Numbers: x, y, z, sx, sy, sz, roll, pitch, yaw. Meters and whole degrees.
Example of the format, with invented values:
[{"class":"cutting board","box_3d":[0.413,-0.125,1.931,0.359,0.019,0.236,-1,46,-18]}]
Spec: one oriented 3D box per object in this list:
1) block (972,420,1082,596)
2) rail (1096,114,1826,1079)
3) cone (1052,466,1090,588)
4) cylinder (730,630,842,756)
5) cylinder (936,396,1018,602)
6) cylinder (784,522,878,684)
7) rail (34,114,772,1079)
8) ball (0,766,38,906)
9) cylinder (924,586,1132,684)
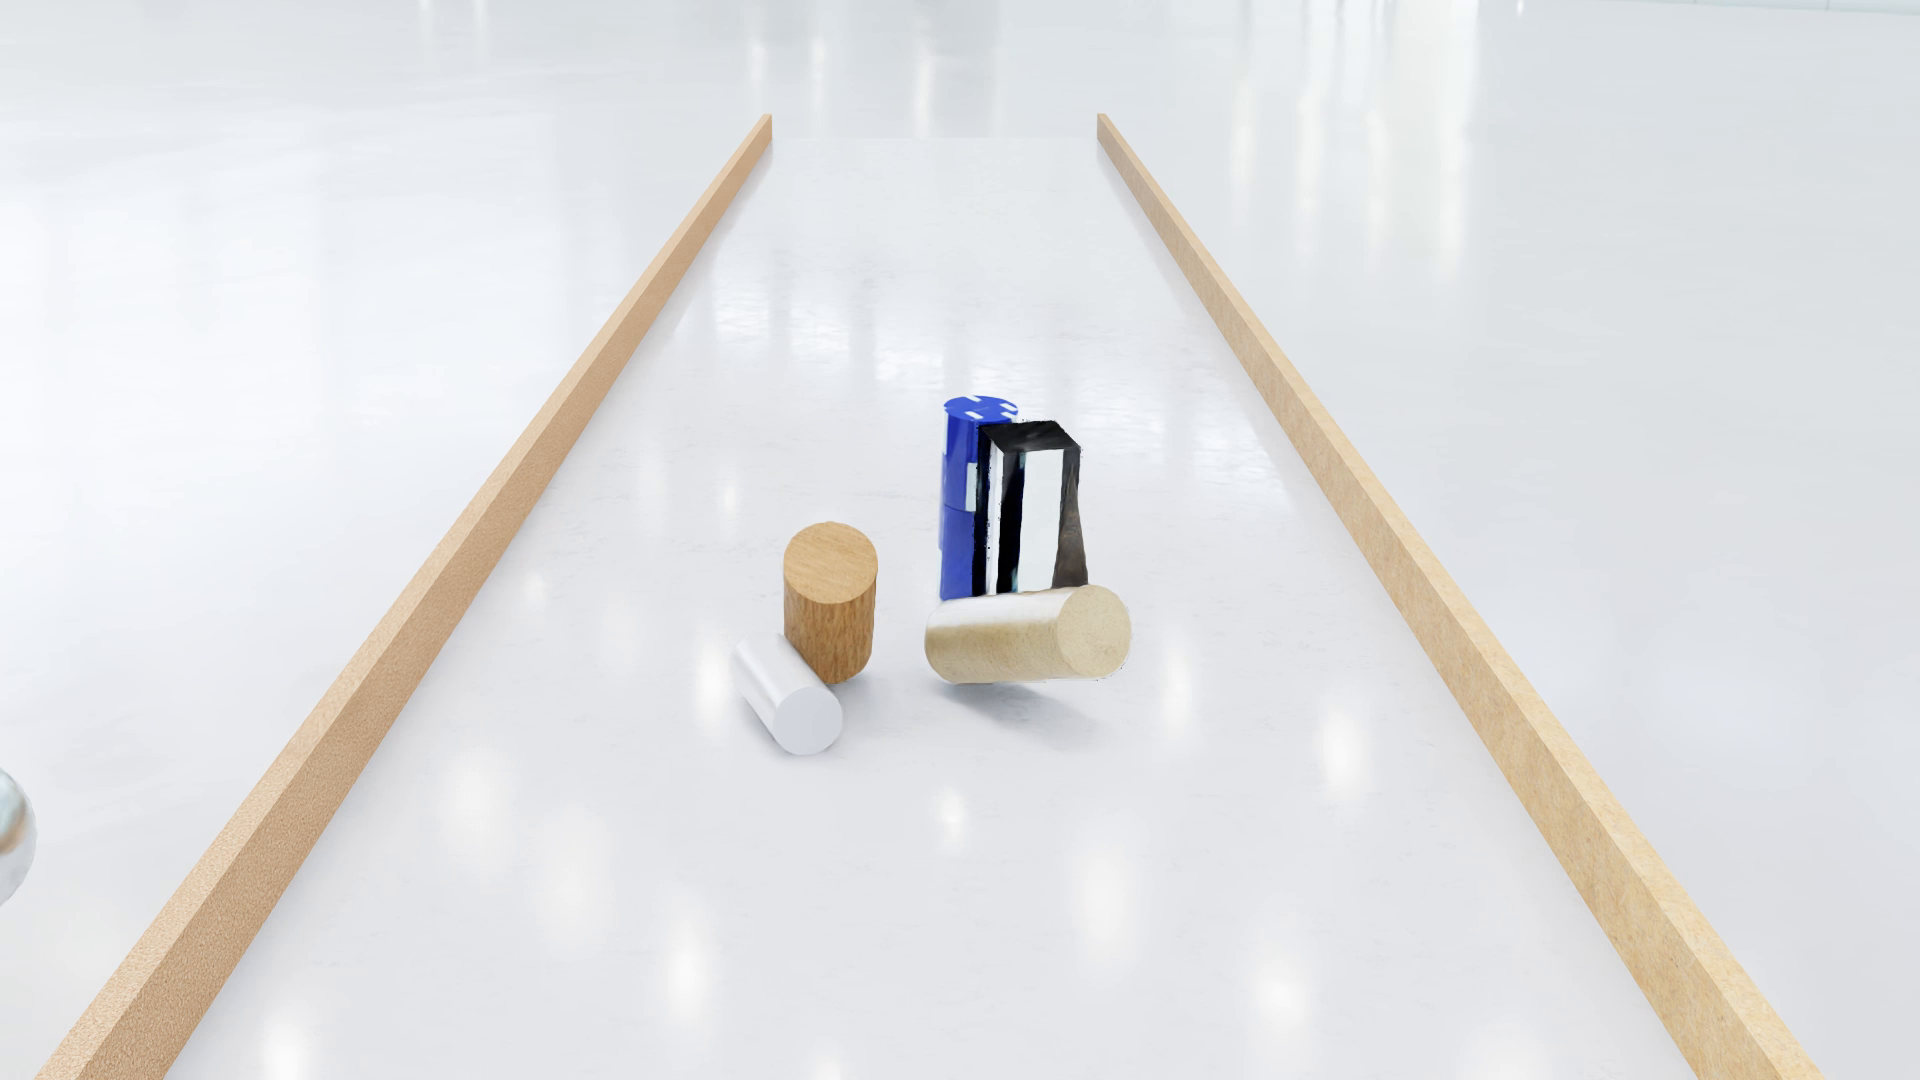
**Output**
[{"class":"block","box_3d":[0.135,-0.030,4.594,0.167,0.400,0.167,-5,25,-16]},{"class":"rail","box_3d":[0.932,-0.844,7.801,0.050,0.150,12.000,0,17,-1]},{"class":"cone","box_3d":[0.220,0.041,4.370,0.121,0.409,0.121,0,17,0]},{"class":"cylinder","box_3d":[-0.324,0.279,4.063,0.130,0.130,0.326,-6,17,-18]},{"class":"cylinder","box_3d":[0.034,-0.083,4.725,0.160,0.427,0.160,2,24,-1]},{"class":"cylinder","box_3d":[-0.249,0.123,4.190,0.175,0.324,0.175,2,60,-3]},{"class":"rail","box_3d":[-1.118,-0.838,7.780,0.050,0.150,12.000,0,17,-1]},{"class":"ball","box_3d":[-1.511,0.443,3.257,0.266,0.266,0.266,0,17,0]},{"class":"cylinder","box_3d":[0.119,0.180,4.104,0.166,0.166,0.446,-11,2,-33]}]
